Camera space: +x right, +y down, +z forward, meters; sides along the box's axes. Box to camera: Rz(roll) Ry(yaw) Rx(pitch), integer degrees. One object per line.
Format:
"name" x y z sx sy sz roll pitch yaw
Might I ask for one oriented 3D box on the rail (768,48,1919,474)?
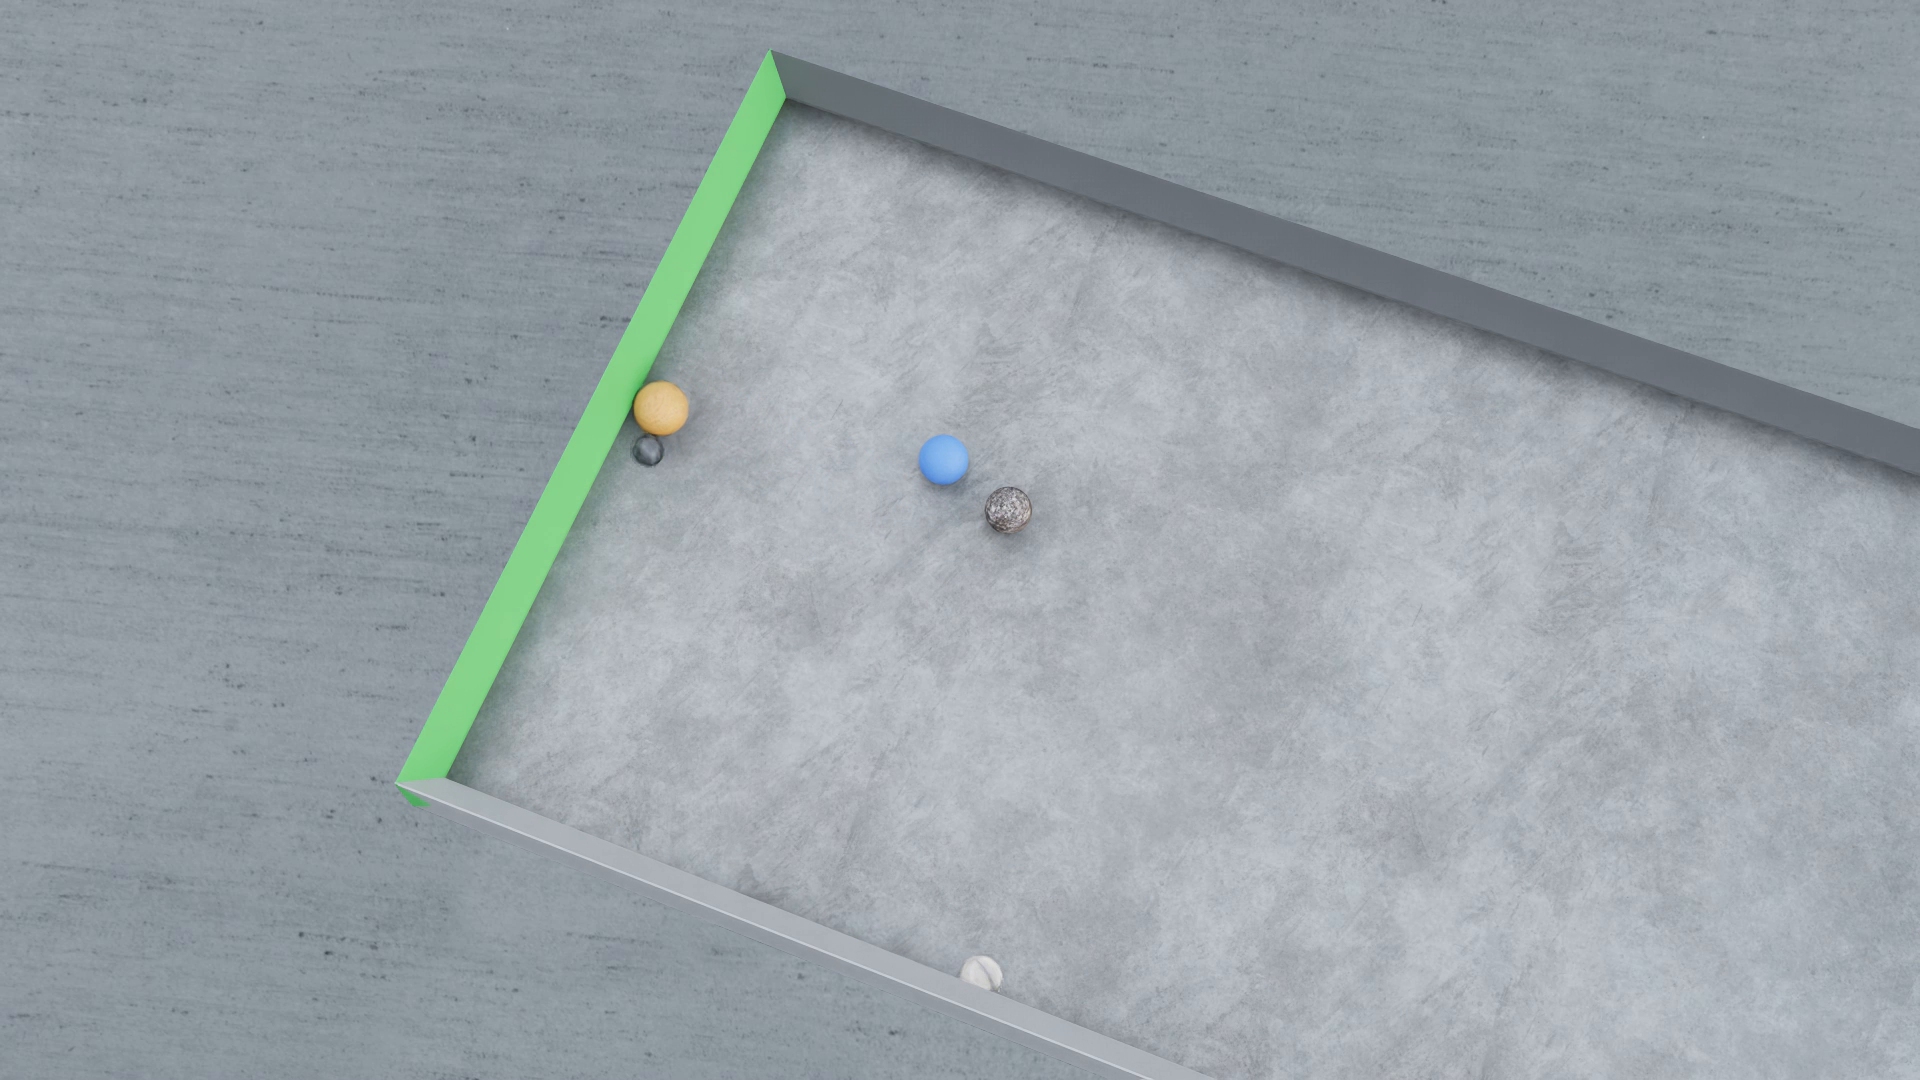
"rail" 0.833 -0.382 3.647 2.511 0.117 0.045 20 68 8

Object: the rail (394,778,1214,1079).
"rail" 0.337 0.786 3.153 2.511 0.117 0.045 20 68 8

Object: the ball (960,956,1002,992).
"ball" 0.031 0.644 3.243 0.062 0.062 0.062 0 67 0

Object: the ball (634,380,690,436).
"ball" -0.488 -0.215 3.592 0.090 0.090 0.090 0 67 0

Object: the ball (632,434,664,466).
"ball" -0.508 -0.146 3.584 0.052 0.052 0.052 0 67 0

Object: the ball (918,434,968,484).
"ball" -0.027 -0.130 3.561 0.081 0.081 0.081 0 67 0

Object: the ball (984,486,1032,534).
"ball" 0.078 -0.048 3.529 0.076 0.076 0.076 0 67 0

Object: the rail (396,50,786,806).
"rail" -0.562 -0.211 3.575 0.045 0.117 1.409 20 68 8
